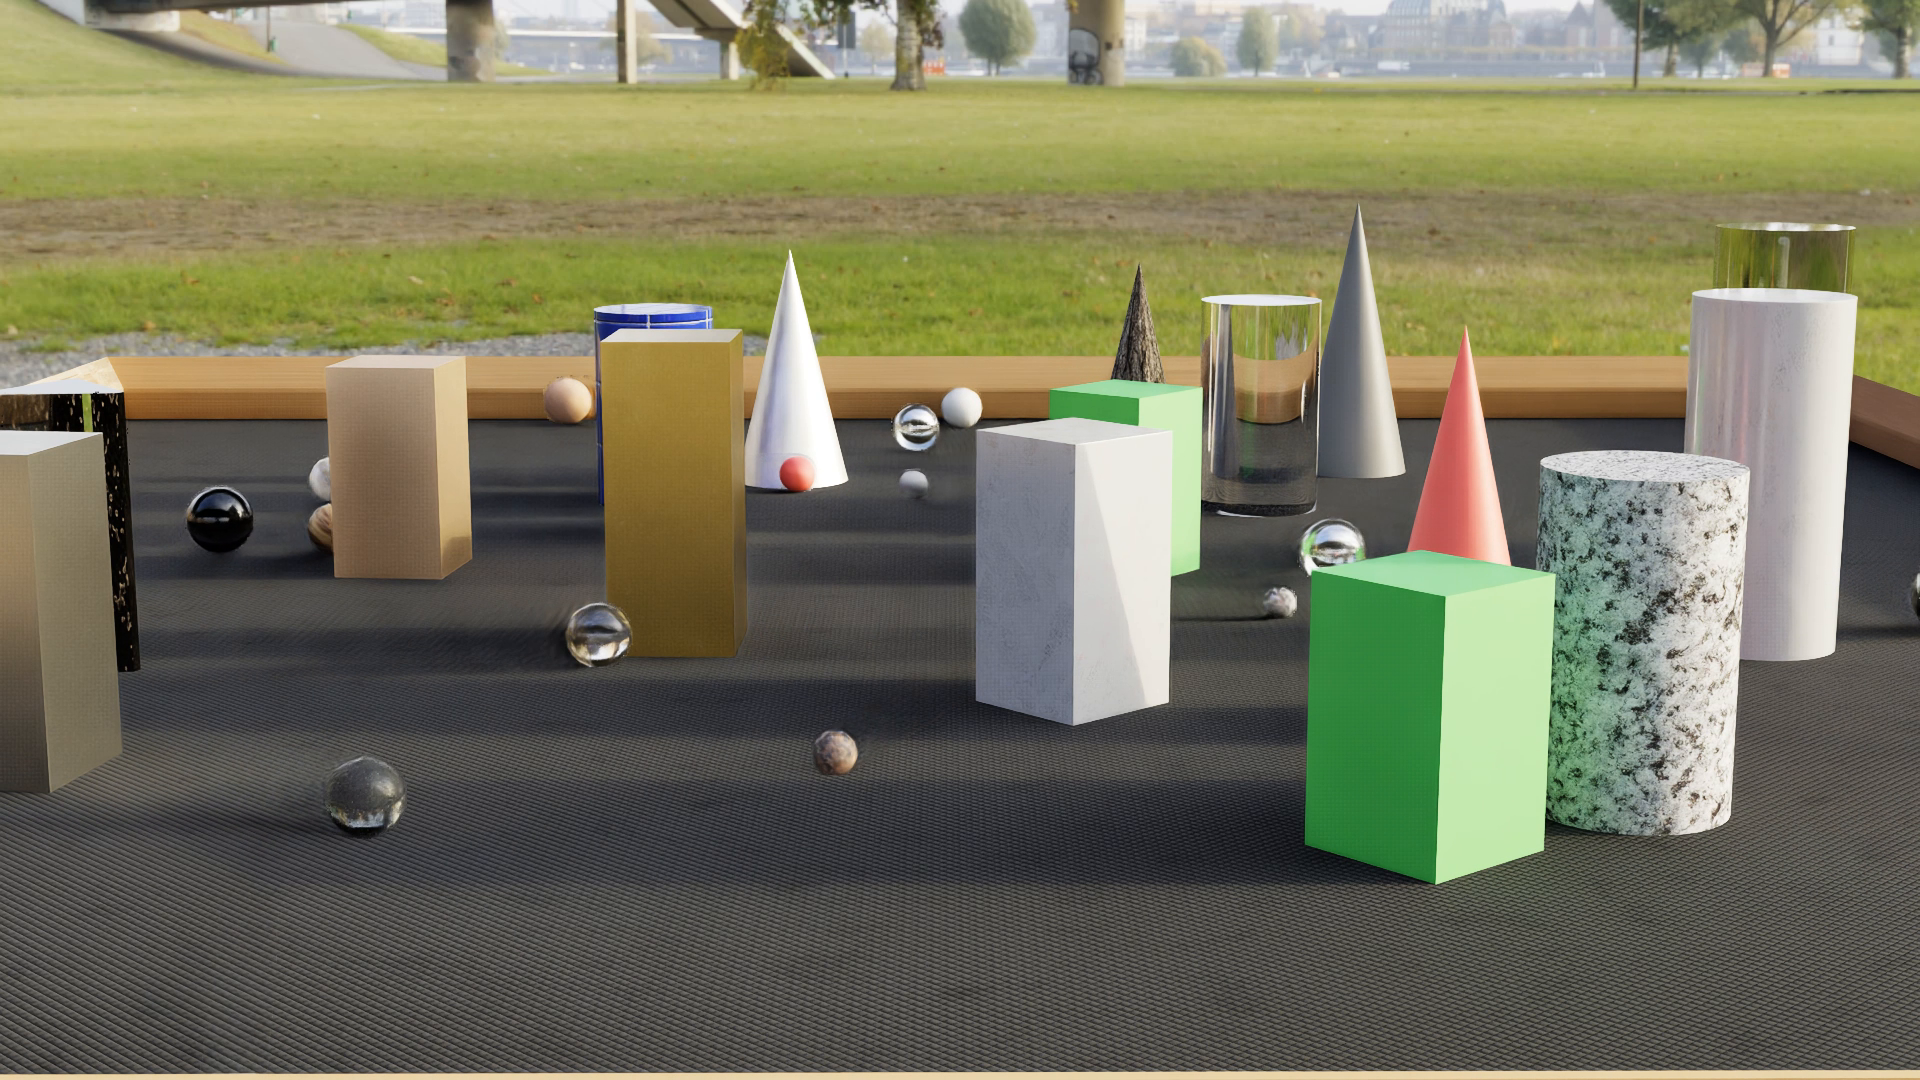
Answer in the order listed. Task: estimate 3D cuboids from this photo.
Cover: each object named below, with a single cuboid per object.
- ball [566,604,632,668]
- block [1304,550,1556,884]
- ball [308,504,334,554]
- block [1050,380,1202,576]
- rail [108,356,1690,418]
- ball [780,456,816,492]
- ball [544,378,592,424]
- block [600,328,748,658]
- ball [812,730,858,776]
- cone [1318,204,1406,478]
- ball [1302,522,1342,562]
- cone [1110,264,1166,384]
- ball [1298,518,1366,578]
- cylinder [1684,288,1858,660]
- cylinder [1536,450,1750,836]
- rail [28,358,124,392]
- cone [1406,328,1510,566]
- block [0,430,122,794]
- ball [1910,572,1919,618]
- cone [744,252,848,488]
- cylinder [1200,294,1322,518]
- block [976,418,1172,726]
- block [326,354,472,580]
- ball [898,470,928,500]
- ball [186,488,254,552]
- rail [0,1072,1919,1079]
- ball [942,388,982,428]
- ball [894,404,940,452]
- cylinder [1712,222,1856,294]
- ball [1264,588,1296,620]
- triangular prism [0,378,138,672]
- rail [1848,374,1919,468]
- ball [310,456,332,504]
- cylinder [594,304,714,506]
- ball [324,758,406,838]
[{"bbox_3d":[-0.442,0.117,3.135,0.079,0.079,0.079,0,10,0],"label":"ball"},{"bbox_3d":[0.437,0.160,2.395,0.158,0.265,0.158,-9,14,-40],"label":"block"},{"bbox_3d":[-0.945,-0.018,3.871,0.076,0.076,0.076,0,10,0],"label":"ball"},{"bbox_3d":[0.240,-0.087,3.720,0.158,0.267,0.158,8,13,38],"label":"block"},{"bbox_3d":[-0.011,-0.314,5.323,3.521,0.128,0.045,0,10,0],"label":"rail"},{"bbox_3d":[-0.280,-0.114,4.426,0.063,0.063,0.063,0,10,0],"label":"ball"},{"bbox_3d":[-0.803,-0.284,5.255,0.096,0.096,0.096,0,10,0],"label":"ball"},{"bbox_3d":[-0.358,-0.062,3.238,0.158,0.393,0.158,0,10,1],"label":"block"},{"bbox_3d":[-0.130,0.221,2.664,0.047,0.047,0.047,0,10,0],"label":"ball"},{"bbox_3d":[0.712,-0.368,4.632,0.197,0.487,0.197,0,10,0],"label":"cone"},{"bbox_3d":[0.537,0.004,3.802,0.059,0.059,0.059,0,10,0],"label":"ball"},{"bbox_3d":[0.282,-0.231,4.073,0.197,0.422,0.197,0,10,0],"label":"cone"},{"bbox_3d":[0.528,0.016,3.637,0.095,0.095,0.095,0,10,0],"label":"ball"},{"bbox_3d":[1.013,-0.086,3.231,0.197,0.444,0.197,0,10,0],"label":"cylinder"},{"bbox_3d":[0.664,0.096,2.521,0.197,0.343,0.197,0,10,0],"label":"cylinder"},{"bbox_3d":[-1.737,0.035,3.439,0.045,0.128,3.860,0,10,0],"label":"rail"},{"bbox_3d":[0.549,-0.013,2.825,0.197,0.448,0.197,0,10,0],"label":"cone"},{"bbox_3d":[-0.988,0.070,2.656,0.158,0.346,0.158,2,11,8],"label":"block"},{"bbox_3d":[1.285,0.073,3.336,0.093,0.093,0.093,0,10,0],"label":"ball"},{"bbox_3d":[-0.298,-0.309,4.526,0.197,0.409,0.197,0,10,0],"label":"cone"},{"bbox_3d":[0.496,-0.225,4.249,0.197,0.346,0.197,0,10,0],"label":"cylinder"},{"bbox_3d":[0.130,0.031,2.944,0.158,0.317,0.158,-10,14,-42],"label":"block"},{"bbox_3d":[-0.814,-0.109,3.735,0.158,0.304,0.158,1,11,5],"label":"block"},{"bbox_3d":[-0.080,-0.093,4.351,0.050,0.050,0.050,0,10,0],"label":"ball"},{"bbox_3d":[-1.117,-0.030,3.876,0.099,0.099,0.099,0,10,0],"label":"ball"},{"bbox_3d":[0.011,0.380,1.575,3.521,0.128,0.045,0,10,0],"label":"rail"},{"bbox_3d":[0.004,-0.268,5.200,0.083,0.083,0.083,0,10,0],"label":"ball"},{"bbox_3d":[-0.084,-0.214,4.897,0.089,0.089,0.089,0,10,0],"label":"ball"},{"bbox_3d":[1.212,-0.219,3.815,0.197,0.492,0.197,0,10,0],"label":"cylinder"},{"bbox_3d":[0.425,0.084,3.414,0.043,0.043,0.043,0,10,0],"label":"ball"},{"bbox_3d":[-1.095,-0.020,3.156,0.171,0.341,0.148,-1,11,-7],"label":"triangular prism"},{"bbox_3d":[1.737,0.031,3.459,0.045,0.128,3.860,0,10,0],"label":"rail"},{"bbox_3d":[-1.049,-0.100,4.298,0.081,0.081,0.081,0,10,0],"label":"ball"},{"bbox_3d":[-0.511,-0.225,4.305,0.197,0.326,0.197,0,10,0],"label":"cylinder"},{"bbox_3d":[-0.568,0.245,2.450,0.076,0.076,0.076,0,10,0],"label":"ball"}]
